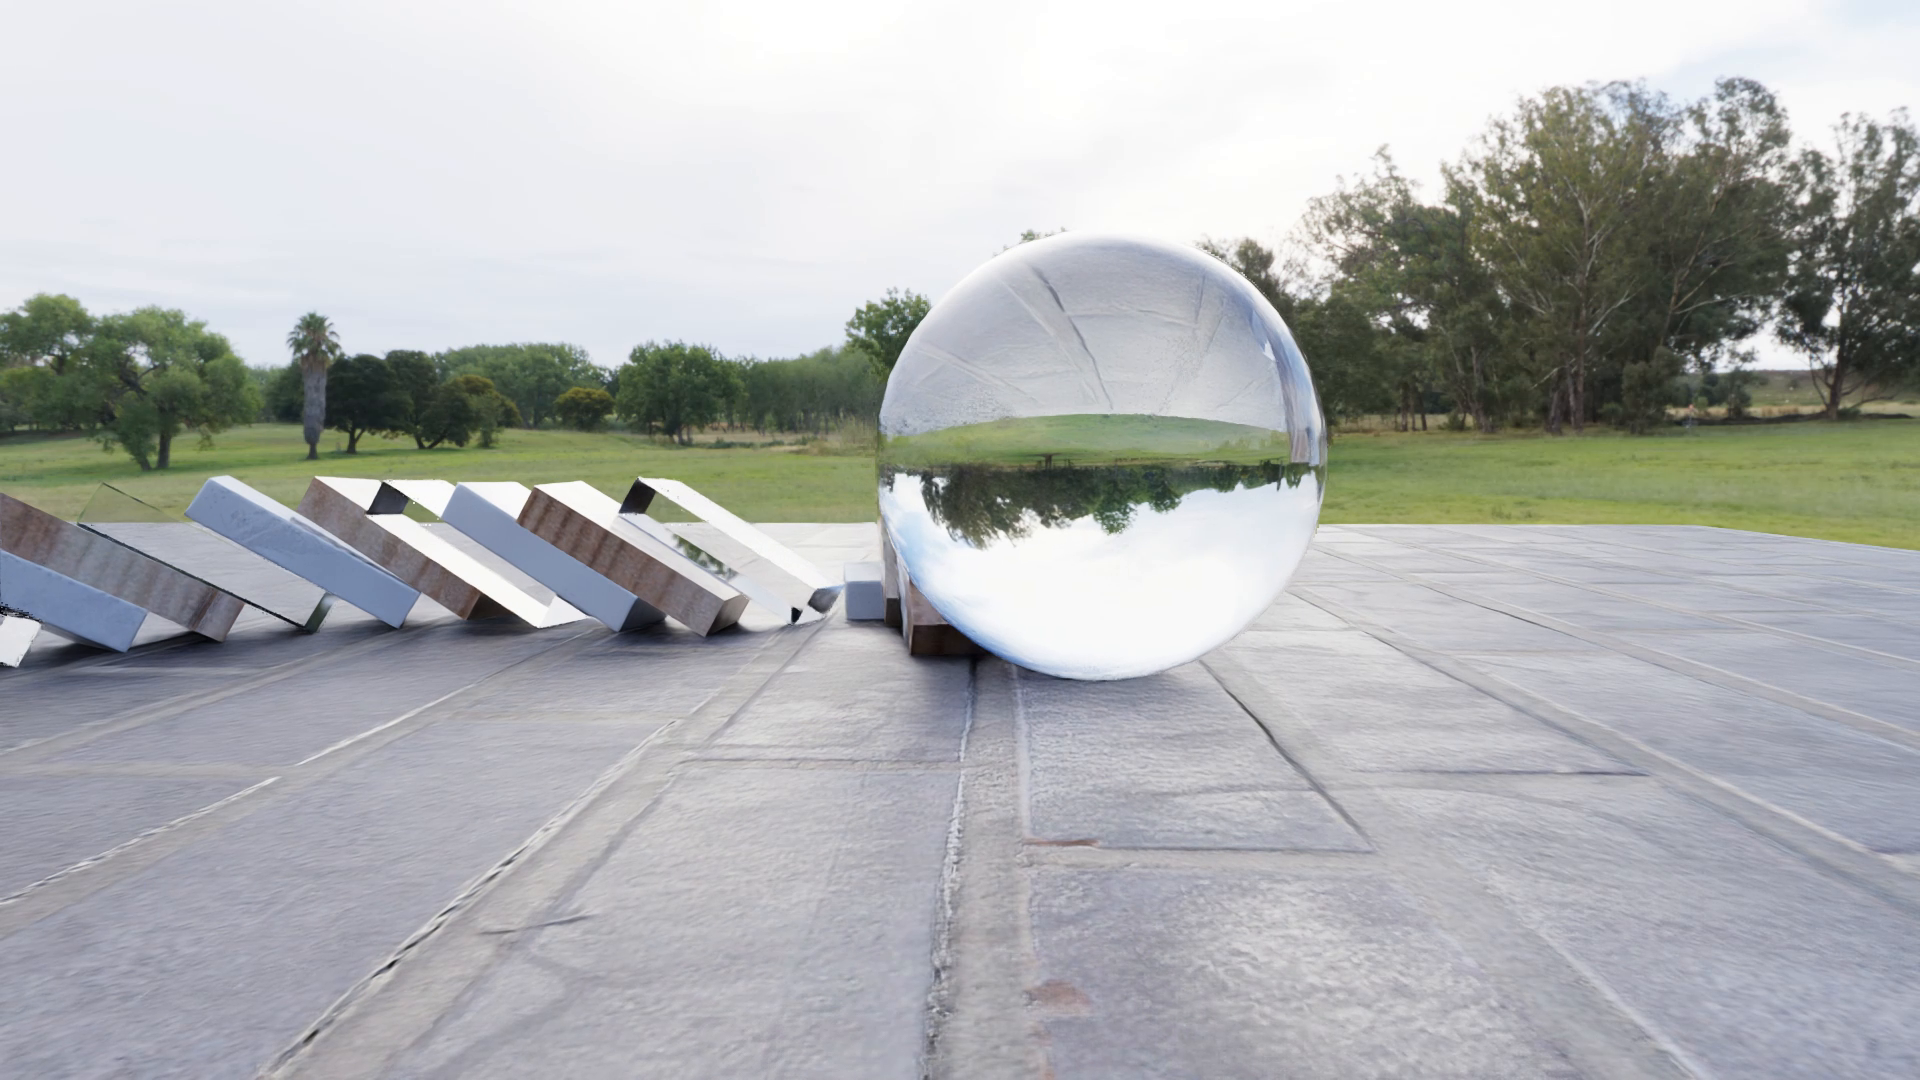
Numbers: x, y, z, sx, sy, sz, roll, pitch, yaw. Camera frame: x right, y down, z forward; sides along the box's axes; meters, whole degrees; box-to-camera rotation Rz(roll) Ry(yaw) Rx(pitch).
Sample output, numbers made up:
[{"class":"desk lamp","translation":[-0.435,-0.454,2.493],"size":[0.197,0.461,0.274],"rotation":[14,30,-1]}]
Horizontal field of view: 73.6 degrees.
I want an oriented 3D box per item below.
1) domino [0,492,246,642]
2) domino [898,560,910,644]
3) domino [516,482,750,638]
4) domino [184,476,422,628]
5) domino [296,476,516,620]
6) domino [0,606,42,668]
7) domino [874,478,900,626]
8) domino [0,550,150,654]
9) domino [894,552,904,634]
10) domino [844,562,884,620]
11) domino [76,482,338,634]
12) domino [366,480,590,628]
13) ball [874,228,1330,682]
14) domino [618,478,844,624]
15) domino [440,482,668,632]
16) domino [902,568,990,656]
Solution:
[{"class":"domino","translation":[-0.181,0.005,0.270],"size":[0.025,0.009,0.050],"rotation":[4,-25,46]},{"class":"domino","translation":[-0.001,0.001,0.288],"size":[0.025,0.009,0.050],"rotation":[-1,46,-7]},{"class":"domino","translation":[-0.074,0.004,0.296],"size":[0.050,0.009,0.025],"rotation":[31,8,4]},{"class":"domino","translation":[-0.151,0.003,0.299],"size":[0.050,0.010,0.025],"rotation":[33,-8,-20]},{"class":"domino","translation":[-0.132,0.002,0.312],"size":[0.050,0.010,0.025],"rotation":[31,5,7]},{"class":"domino","translation":[-0.200,0.008,0.233],"size":[0.025,0.009,0.050],"rotation":[3,-25,31]},{"class":"domino","translation":[-0.007,-0.001,0.316],"size":[0.025,0.009,0.050],"rotation":[-1,45,-7]},{"class":"domino","translation":[-0.191,0.007,0.251],"size":[0.025,0.009,0.050],"rotation":[3,-24,36]},{"class":"domino","translation":[-0.003,0.000,0.302],"size":[0.025,0.009,0.050],"rotation":[-1,46,-7]},{"class":"domino","translation":[-0.018,0.013,0.336],"size":[0.025,0.009,0.050],"rotation":[0,4,-6]},{"class":"domino","translation":[-0.167,0.004,0.285],"size":[0.050,0.009,0.025],"rotation":[34,-16,-31]},{"class":"domino","translation":[-0.112,0.003,0.305],"size":[0.050,0.009,0.025],"rotation":[31,7,8]},{"class":"ball","translation":[0.025,-0.015,0.230],"size":[0.080,0.080,0.080],"rotation":[0,4,0]},{"class":"domino","translation":[-0.054,0.002,0.307],"size":[0.050,0.009,0.025],"rotation":[31,6,9]},{"class":"domino","translation":[-0.093,0.003,0.300],"size":[0.050,0.009,0.025],"rotation":[31,8,8]},{"class":"domino","translation":[0.000,0.002,0.273],"size":[0.025,0.009,0.050],"rotation":[-1,46,-7]}]
